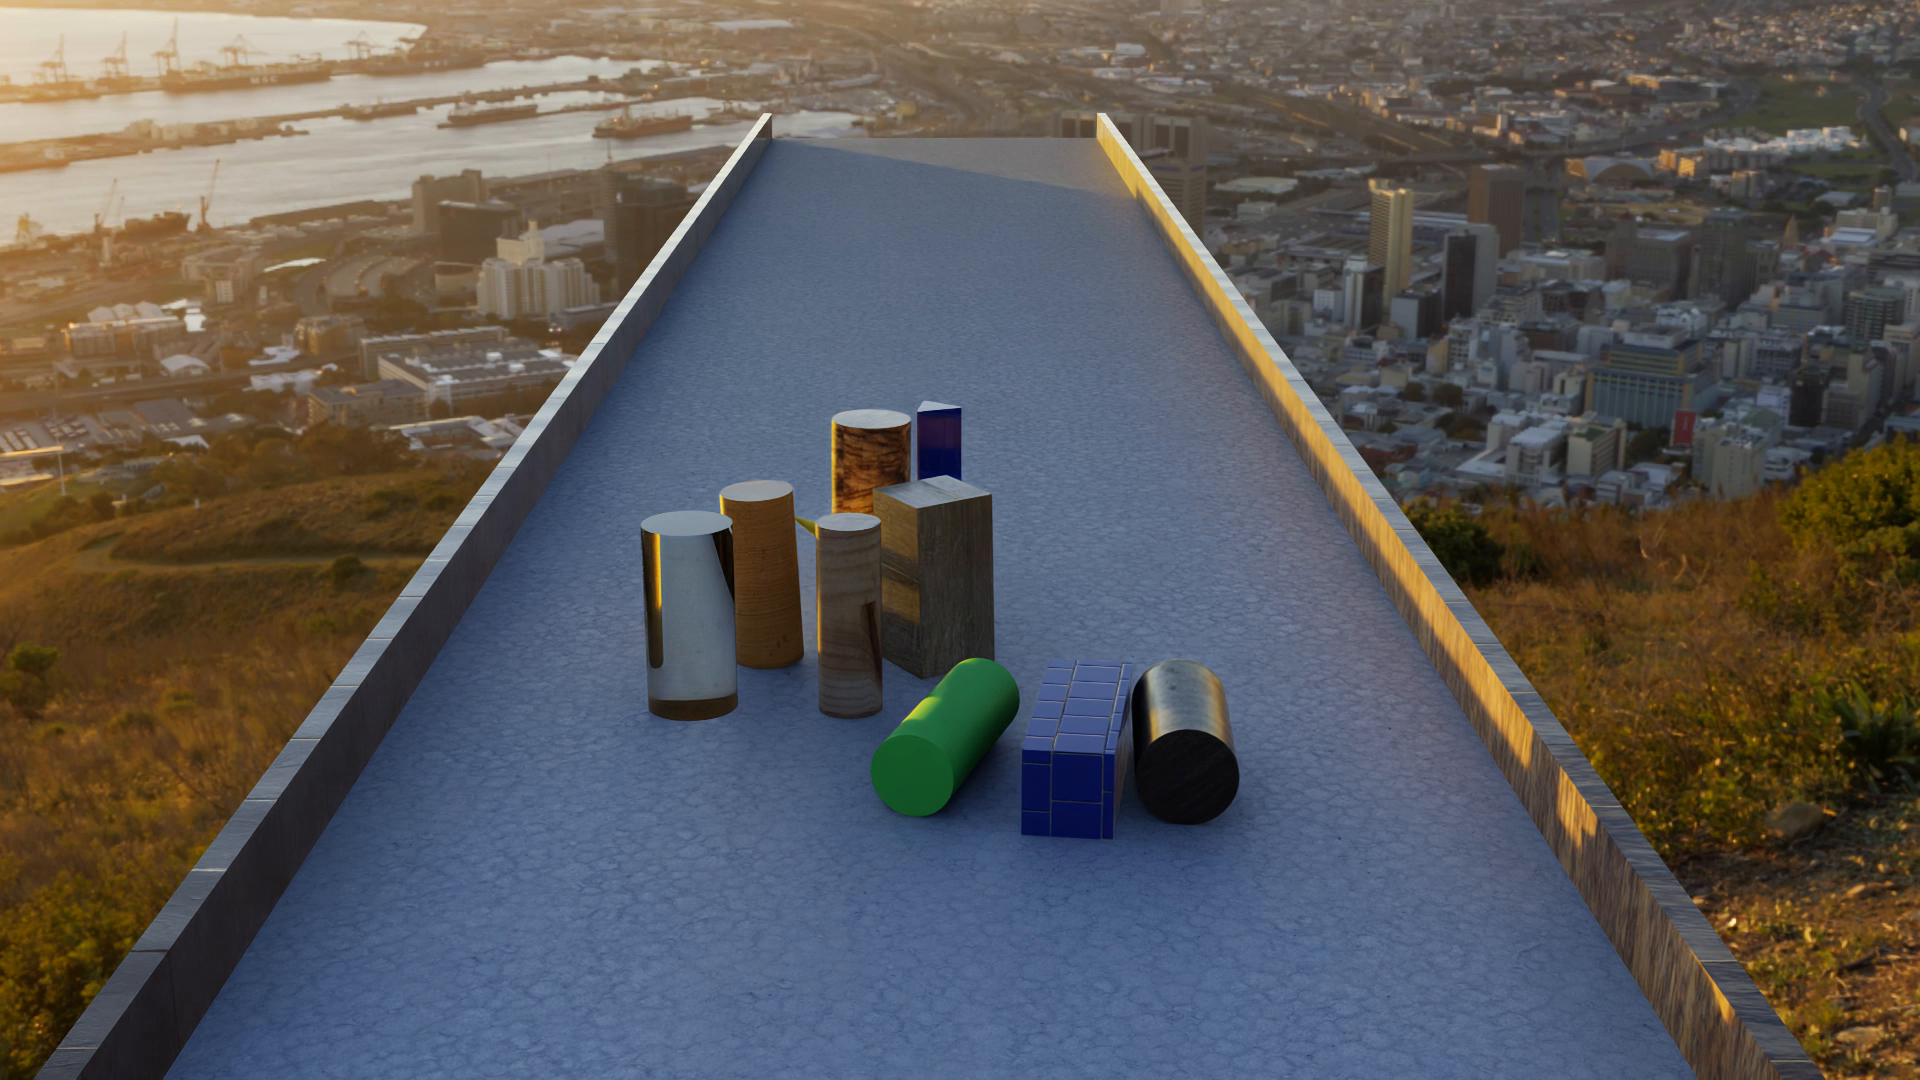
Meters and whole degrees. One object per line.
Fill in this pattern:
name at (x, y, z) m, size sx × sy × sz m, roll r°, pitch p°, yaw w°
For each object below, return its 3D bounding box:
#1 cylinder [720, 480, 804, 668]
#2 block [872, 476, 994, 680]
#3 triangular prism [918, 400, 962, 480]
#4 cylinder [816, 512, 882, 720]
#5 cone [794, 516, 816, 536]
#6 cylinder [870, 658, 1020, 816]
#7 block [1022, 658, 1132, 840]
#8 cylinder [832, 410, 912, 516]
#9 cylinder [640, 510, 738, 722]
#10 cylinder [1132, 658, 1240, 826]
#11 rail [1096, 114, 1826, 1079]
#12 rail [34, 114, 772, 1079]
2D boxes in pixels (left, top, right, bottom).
cylinder at (-0.393, 0.068, 4.378) m, size 0.144 × 0.348 × 0.144 m, roll -2°, pitch 18°, yaw 1°
block at (-0.051, 0.071, 4.366) m, size 0.171 × 0.350 × 0.171 m, roll -11°, pitch 20°, yaw -30°
triangular prism at (-0.061, -0.107, 4.892) m, size 0.103 × 0.396 × 0.089 m, roll -7°, pitch 18°, yaw -22°
cylinder at (-0.206, 0.141, 4.109) m, size 0.121 × 0.366 × 0.121 m, roll 0°, pitch 17°, yaw 0°
cone at (-0.181, 0.033, 4.487) m, size 0.413 × 0.165 × 0.165 m, roll 27°, pitch 2°, yaw -30°
cylinder at (-0.020, 0.338, 3.834) m, size 0.146 × 0.146 × 0.397 m, roll 5°, pitch 17°, yaw 17°
block at (0.206, 0.352, 3.780) m, size 0.150 × 0.150 × 0.440 m, roll 2°, pitch 17°, yaw 8°
cylinder at (-0.187, -0.048, 4.635) m, size 0.165 × 0.427 × 0.165 m, roll 1°, pitch 17°, yaw 0°
cylinder at (-0.506, 0.141, 4.123) m, size 0.170 × 0.359 × 0.170 m, roll 0°, pitch 17°, yaw 0°
cylinder at (0.383, 0.342, 3.779) m, size 0.170 × 0.170 × 0.343 m, roll 1°, pitch 17°, yaw 3°
rail at (0.932, -0.844, 7.801) m, size 0.050 × 0.150 × 12.000 m, roll 0°, pitch 17°, yaw -1°
rail at (-1.118, -0.838, 7.780) m, size 0.050 × 0.150 × 12.000 m, roll 0°, pitch 17°, yaw -1°
